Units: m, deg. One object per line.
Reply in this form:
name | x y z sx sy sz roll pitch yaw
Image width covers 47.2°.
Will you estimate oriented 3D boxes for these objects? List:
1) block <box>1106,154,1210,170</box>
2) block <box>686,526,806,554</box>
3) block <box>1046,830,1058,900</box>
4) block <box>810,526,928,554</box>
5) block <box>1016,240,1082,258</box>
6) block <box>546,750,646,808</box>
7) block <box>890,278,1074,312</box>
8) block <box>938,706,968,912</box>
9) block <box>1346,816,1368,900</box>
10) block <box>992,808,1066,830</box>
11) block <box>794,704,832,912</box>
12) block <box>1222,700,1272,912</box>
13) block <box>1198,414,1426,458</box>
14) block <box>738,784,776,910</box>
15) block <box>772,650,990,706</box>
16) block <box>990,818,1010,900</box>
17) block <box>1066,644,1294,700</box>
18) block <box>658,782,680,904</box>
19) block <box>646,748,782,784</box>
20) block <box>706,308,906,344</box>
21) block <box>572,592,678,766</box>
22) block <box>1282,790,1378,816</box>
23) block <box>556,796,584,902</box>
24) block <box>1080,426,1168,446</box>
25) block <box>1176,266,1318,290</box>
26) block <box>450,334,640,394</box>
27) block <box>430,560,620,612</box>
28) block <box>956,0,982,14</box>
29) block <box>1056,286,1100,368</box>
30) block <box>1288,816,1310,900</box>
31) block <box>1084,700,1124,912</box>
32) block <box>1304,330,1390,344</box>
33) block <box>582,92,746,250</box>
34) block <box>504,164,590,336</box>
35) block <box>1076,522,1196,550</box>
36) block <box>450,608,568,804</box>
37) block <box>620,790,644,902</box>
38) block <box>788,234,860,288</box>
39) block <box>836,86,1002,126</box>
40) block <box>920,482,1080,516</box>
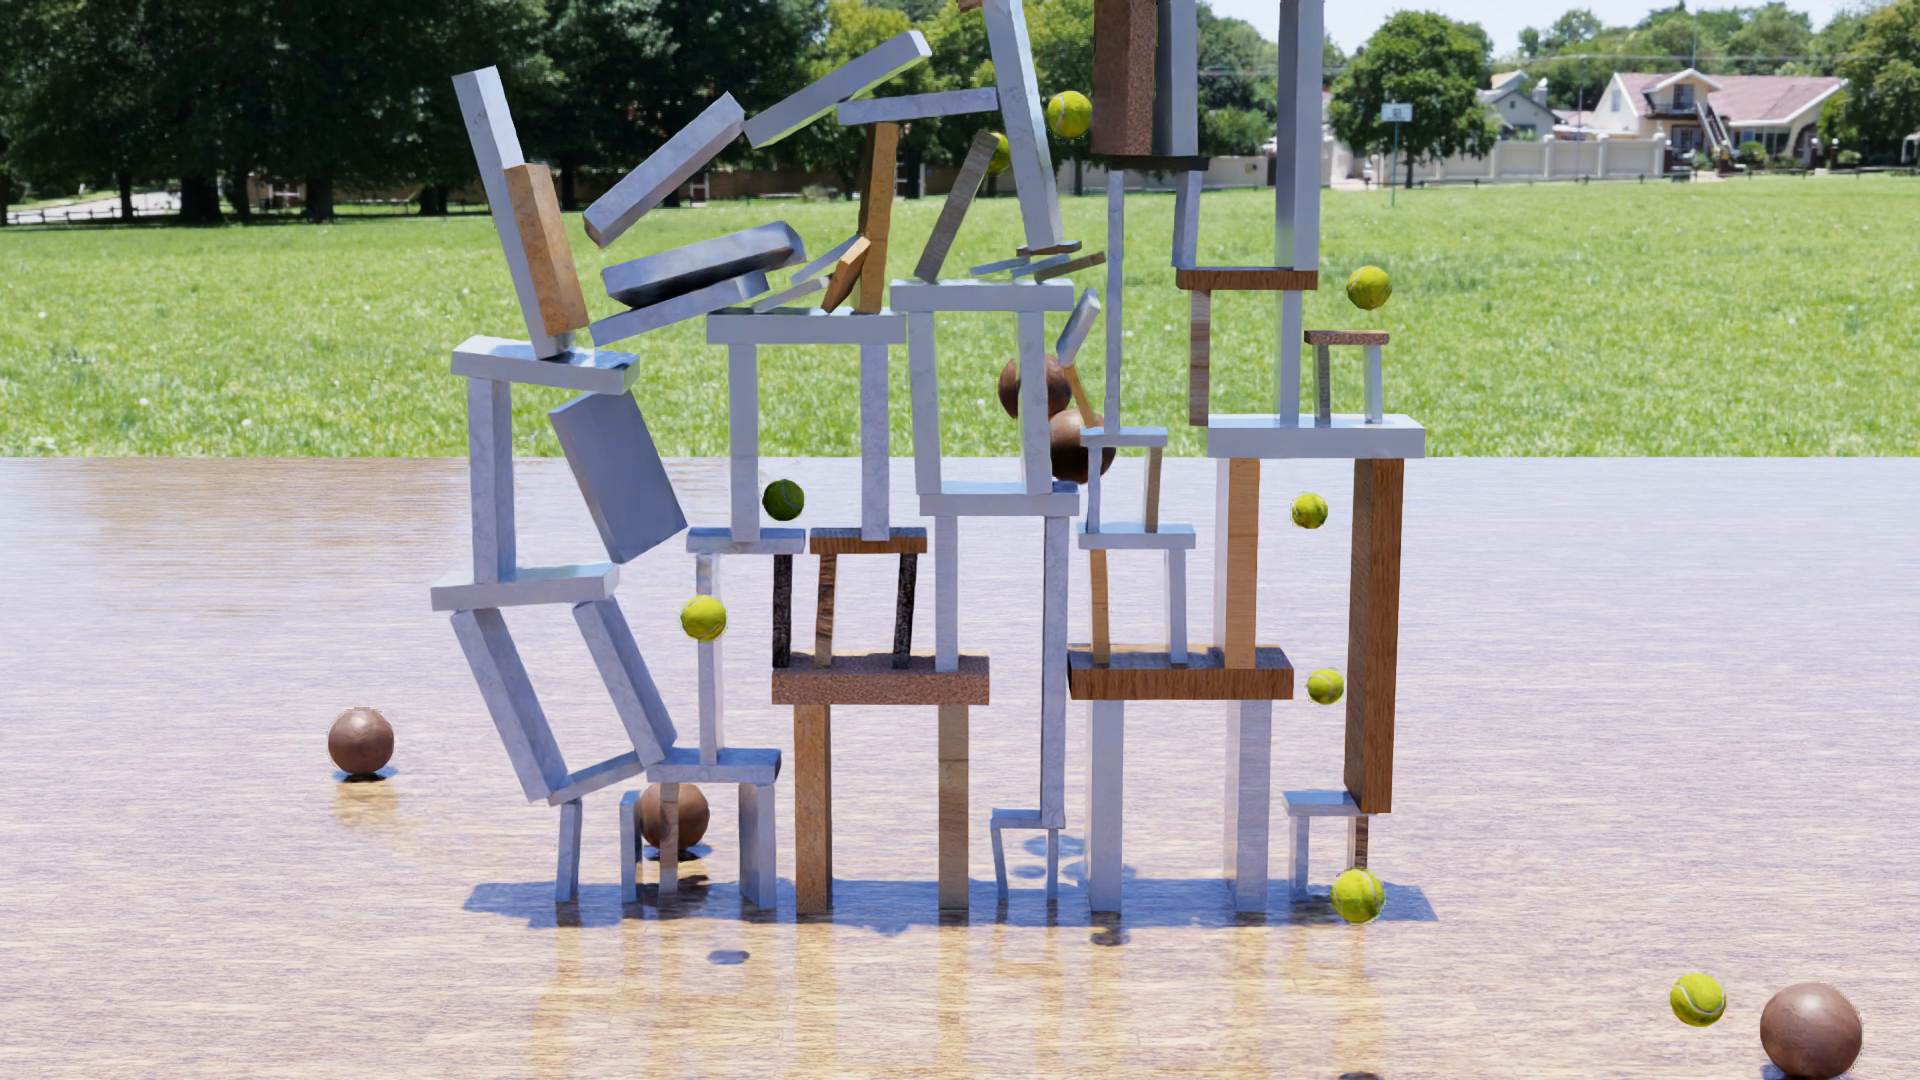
block | 0.310 -0.592 3.446 0.152 0.022 0.076 1 10 -1
block | -0.345 0.001 3.556 0.187 0.027 0.094 1 10 -2
block | 0.154 0.530 3.661 0.017 0.121 0.060 1 11 0
block | -0.147 0.001 3.554 0.188 0.027 0.094 0 10 -2
block | 0.142 -0.462 3.491 0.095 0.014 0.048 -2 13 19
block | -0.597 0.391 3.634 0.166 0.023 0.083 -21 10 4
block | 0.034 -0.388 3.480 0.286 0.041 0.143 0 11 0
block | -0.010 0.419 3.634 0.049 0.348 0.174 0 11 0
block | 0.660 0.518 3.657 0.021 0.146 0.073 0 11 0
block | 0.114 0.462 3.649 0.121 0.017 0.060 1 11 0
block | -0.242 0.419 3.635 0.049 0.348 0.174 0 11 0
block | 0.475 0.414 3.641 0.050 0.356 0.178 0 11 0
block | 0.559 -0.167 3.529 0.340 0.048 0.170 0 11 1
block | -0.334 0.492 3.624 0.030 0.209 0.104 -5 12 -23
block | -0.126 0.224 3.598 0.348 0.049 0.174 0 11 1
block | 0.065 0.530 3.661 0.017 0.121 0.060 -7 10 1
block | 0.356 0.215 3.604 0.355 0.050 0.178 0 11 0
block | -0.483 0.487 3.648 0.030 0.209 0.104 1 10 -7
block | -0.403 0.371 3.621 0.209 0.030 0.104 0 10 1
block | -0.240 -0.340 3.489 0.311 0.044 0.156 0 10 -2
block | -0.547 0.221 3.600 0.040 0.280 0.140 -23 9 5
block | 0.612 0.436 3.641 0.146 0.021 0.073 0 11 0
block | -0.650 0.507 3.658 0.023 0.166 0.083 5 10 -1
block | 0.262 -0.165 3.515 0.139 0.020 0.069 0 12 3
block | 0.451 -0.414 3.472 0.213 0.030 0.107 0 10 2
block | -0.660 -0.281 3.514 0.273 0.039 0.136 7 16 1
block | -0.706 0.074 3.584 0.280 0.040 0.140 -4 10 2
block | 0.133 -0.890 3.394 0.297 0.042 0.148 -20 10 4
block | 0.183 -0.331 3.415 0.016 0.115 0.058 17 34 -17
block | 0.563 0.518 3.657 0.021 0.146 0.073 0 11 0
block | 0.238 0.414 3.640 0.050 0.356 0.178 0 11 0
block | 0.614 -0.322 3.497 0.124 0.018 0.062 0 10 -1
block | -0.471 -0.584 3.494 0.298 0.042 0.149 -42 4 -8
block | -0.645 -0.455 3.442 0.037 0.262 0.131 -13 8 6
block | 0.283 -0.007 3.553 0.187 0.027 0.094 0 12 0
block | -0.738 0.258 3.613 0.040 0.329 0.140 -21 9 5
block | -0.547 0.508 3.659 0.023 0.166 0.083 0 11 0
block | -0.212 -0.436 3.445 0.124 0.018 0.062 -33 7 -4
block | -0.061 -0.677 3.430 0.247 0.035 0.123 -5 11 6
block | 0.063 -0.067 3.538 0.254 0.036 0.127 0 11 1
